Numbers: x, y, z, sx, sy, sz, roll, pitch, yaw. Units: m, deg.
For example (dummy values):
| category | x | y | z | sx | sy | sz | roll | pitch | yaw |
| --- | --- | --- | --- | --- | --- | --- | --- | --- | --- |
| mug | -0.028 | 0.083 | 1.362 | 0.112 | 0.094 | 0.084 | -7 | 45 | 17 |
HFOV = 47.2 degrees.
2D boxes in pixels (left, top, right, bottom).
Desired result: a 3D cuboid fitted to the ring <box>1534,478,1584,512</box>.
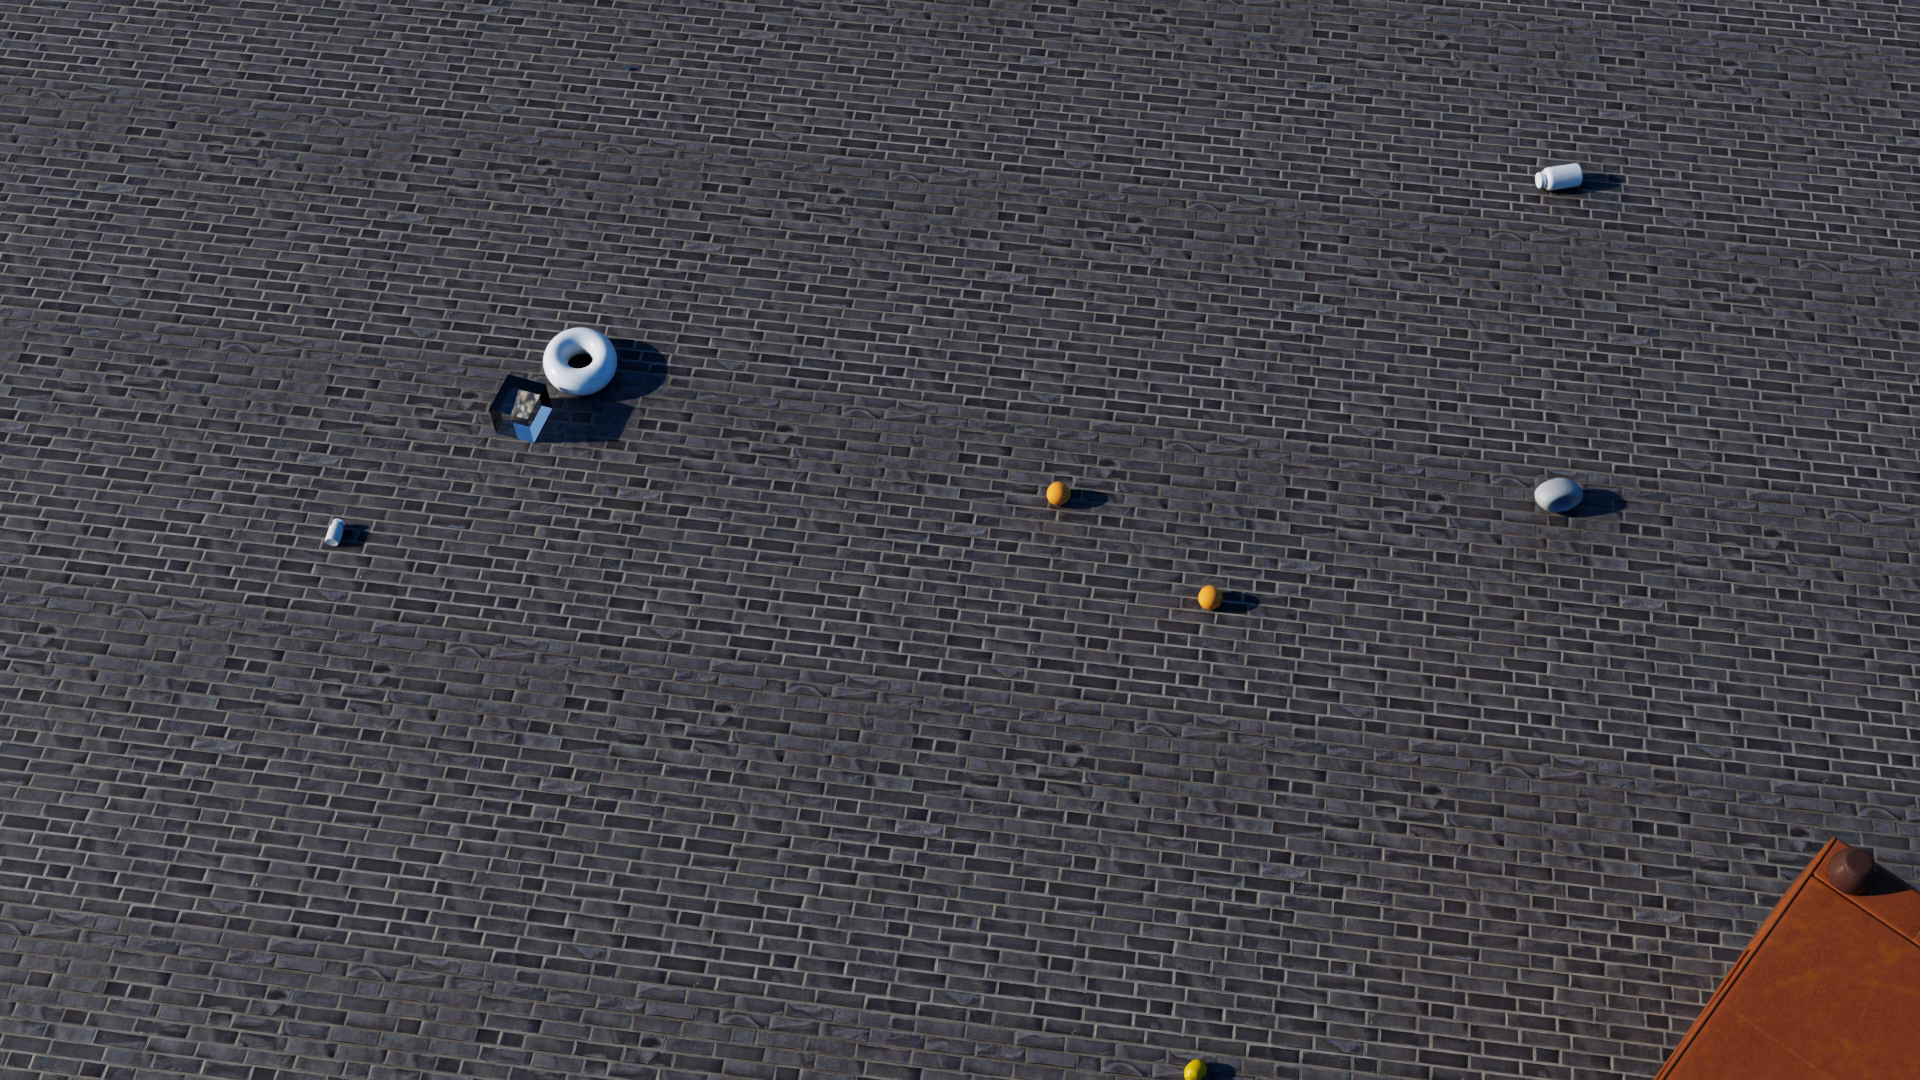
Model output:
| category | x | y | z | sx | sy | sz | roll | pitch | yaw |
| --- | --- | --- | --- | --- | --- | --- | --- | --- | --- |
| ring | 1.800 | -0.135 | 6.610 | 0.150 | 0.094 | 0.078 | -9 | 44 | -17 |

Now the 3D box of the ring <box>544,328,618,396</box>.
| category | x | y | z | sx | sy | sz | roll | pitch | yaw |
| --- | --- | --- | --- | --- | --- | --- | --- | --- | --- |
| ring | -1.191 | -0.560 | 6.897 | 0.231 | 0.090 | 0.253 | -12 | 56 | -10 |

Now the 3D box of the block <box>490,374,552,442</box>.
| category | x | y | z | sx | sy | sz | roll | pitch | yaw |
| --- | --- | --- | --- | --- | --- | --- | --- | --- | --- |
| block | -1.352 | -0.404 | 6.771 | 0.128 | 0.122 | 0.141 | 15 | 57 | 10 |
